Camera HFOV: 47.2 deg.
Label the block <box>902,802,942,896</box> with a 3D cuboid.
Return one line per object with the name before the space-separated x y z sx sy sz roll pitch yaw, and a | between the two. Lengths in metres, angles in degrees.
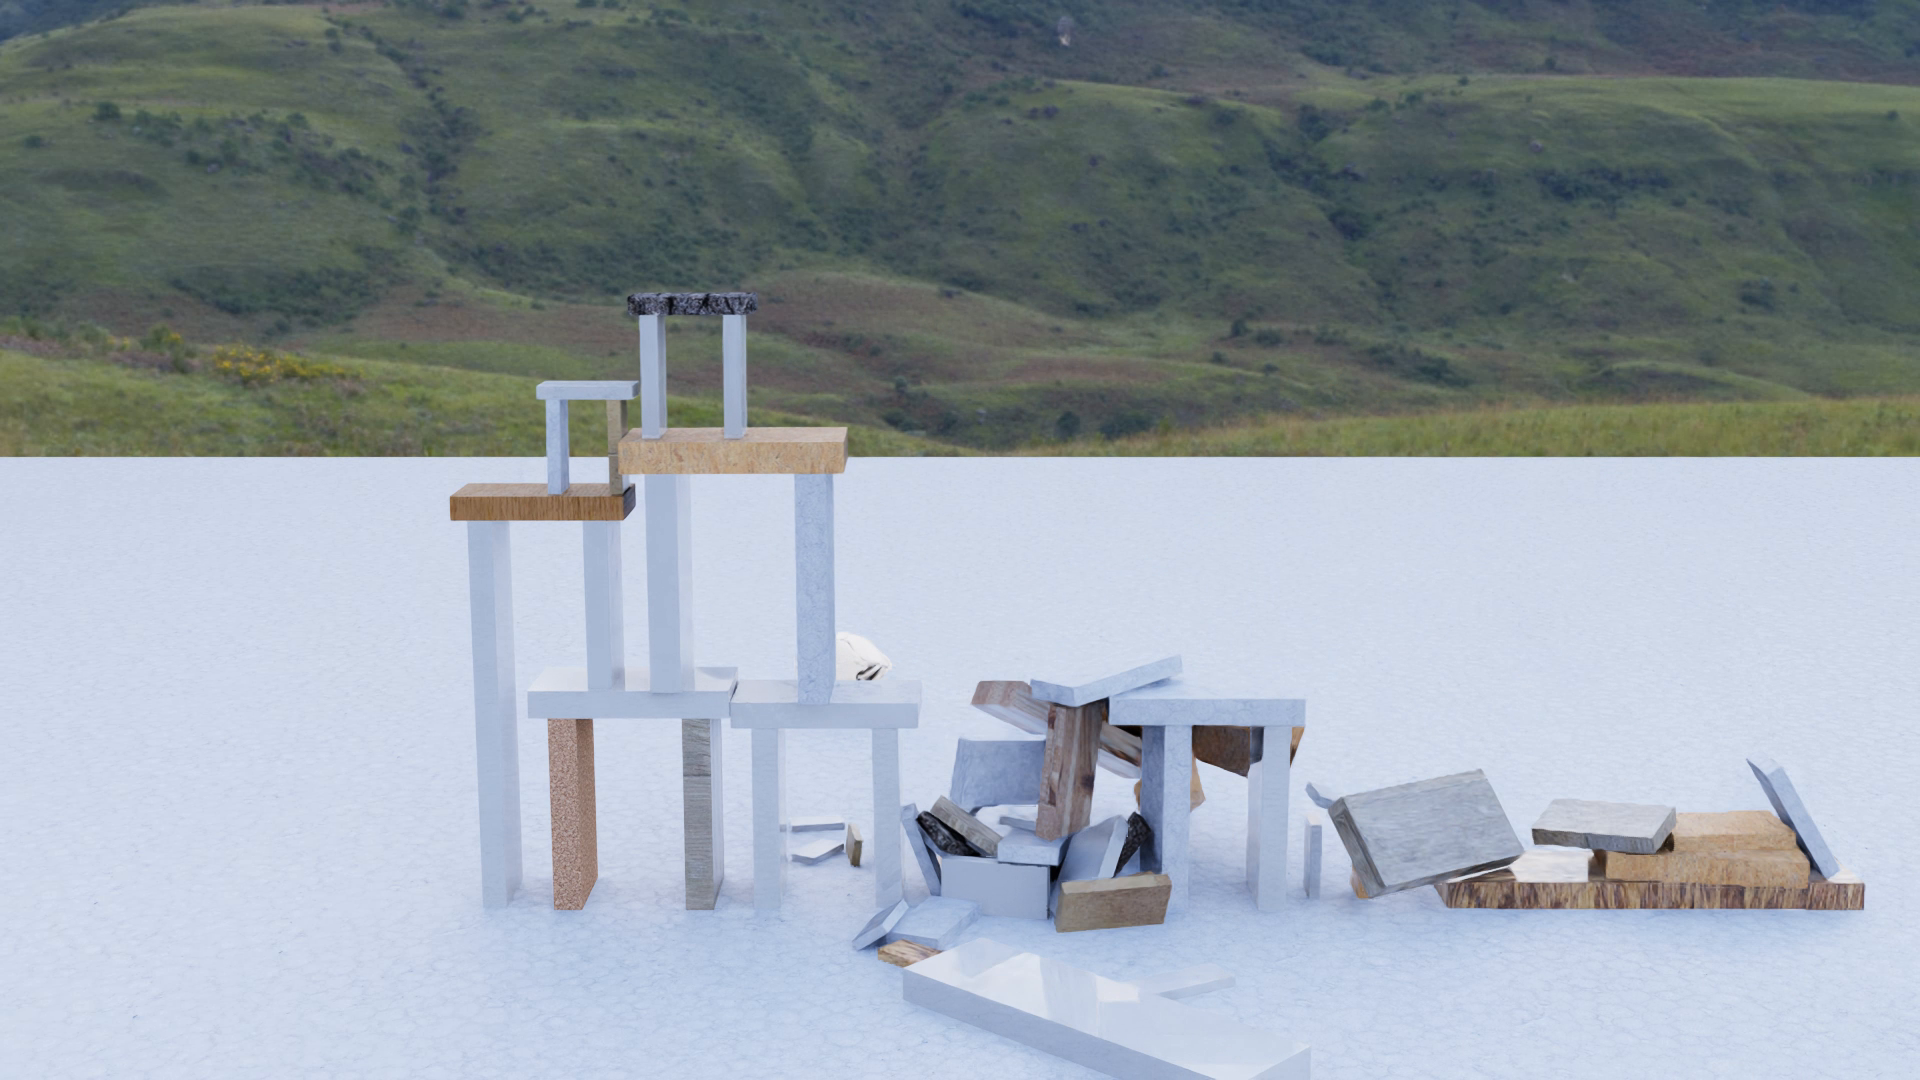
block | -0.060 0.518 3.658 0.021 0.148 0.074 -20 10 4

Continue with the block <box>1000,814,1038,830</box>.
block | 0.124 0.486 3.780 0.052 0.015 0.104 4 0 -45

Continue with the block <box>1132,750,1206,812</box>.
block | 0.369 0.448 3.893 0.028 0.099 0.199 -2 -25 -22

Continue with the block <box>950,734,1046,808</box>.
block | 0.088 0.391 3.737 0.228 0.114 0.032 3 9 -39

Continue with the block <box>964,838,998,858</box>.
block | 0.051 0.519 3.665 0.104 0.015 0.052 38 8 -18

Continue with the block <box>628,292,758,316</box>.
block | -0.424 -0.376 3.496 0.195 0.028 0.098 0 11 -1

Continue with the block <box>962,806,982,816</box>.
block | 0.020 0.474 3.987 0.015 0.104 0.052 23 31 -29

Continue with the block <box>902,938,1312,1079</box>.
block | 0.193 0.675 3.080 0.595 0.049 0.172 10 14 42

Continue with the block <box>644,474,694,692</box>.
block | -0.470 0.055 3.566 0.050 0.353 0.176 0 11 0

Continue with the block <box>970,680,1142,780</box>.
block | 0.206 0.346 3.995 0.344 0.049 0.172 27 -14 -21

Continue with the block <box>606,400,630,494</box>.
block | -0.548 -0.154 3.527 0.021 0.151 0.076 0 11 -1

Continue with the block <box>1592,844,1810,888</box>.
block | 1.222 0.519 3.649 0.319 0.045 0.160 2 14 5

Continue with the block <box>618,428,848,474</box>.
block | -0.360 -0.144 3.532 0.353 0.050 0.176 0 11 -1

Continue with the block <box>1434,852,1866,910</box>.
block | 1.137 0.567 3.669 0.678 0.045 0.160 0 11 0

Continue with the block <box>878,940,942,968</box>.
block | -0.062 0.639 3.358 0.119 0.017 0.059 10 13 40

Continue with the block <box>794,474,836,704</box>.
block | -0.235 0.064 3.577 0.050 0.375 0.176 0 11 0

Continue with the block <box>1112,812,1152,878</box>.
block | 0.260 0.525 3.668 0.021 0.146 0.073 37 5 -11

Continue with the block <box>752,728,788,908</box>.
block | -0.315 0.440 3.644 0.043 0.303 0.152 0 11 0

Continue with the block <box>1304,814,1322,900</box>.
block | 0.587 0.526 3.662 0.018 0.128 0.064 0 11 0

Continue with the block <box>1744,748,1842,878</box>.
block | 1.377 0.452 3.635 0.029 0.208 0.104 -31 9 6

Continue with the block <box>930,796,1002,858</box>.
block | 0.013 0.472 3.631 0.131 0.018 0.065 34 9 4

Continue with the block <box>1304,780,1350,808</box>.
block | 0.638 0.436 3.634 0.128 0.018 0.064 19 13 -16

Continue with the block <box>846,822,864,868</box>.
block | -0.185 0.532 3.843 0.014 0.048 0.096 7 9 -11

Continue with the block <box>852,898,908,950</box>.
block | -0.125 0.605 3.459 0.059 0.017 0.119 -33 1 18

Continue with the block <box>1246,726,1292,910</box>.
block | 0.510 0.436 3.639 0.044 0.314 0.157 0 11 0

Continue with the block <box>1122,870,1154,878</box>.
block | 0.250 0.578 3.596 0.146 0.021 0.073 -13 11 -2

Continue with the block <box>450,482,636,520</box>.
block | -0.671 -0.062 3.550 0.275 0.039 0.137 0 11 0

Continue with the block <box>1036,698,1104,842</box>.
block | 0.181 0.373 3.626 0.032 0.228 0.114 15 17 35

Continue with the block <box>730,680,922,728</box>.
block | -0.217 0.269 3.616 0.303 0.043 0.152 0 11 1

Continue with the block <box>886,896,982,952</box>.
block | -0.041 0.610 3.493 0.088 0.025 0.176 4 11 22

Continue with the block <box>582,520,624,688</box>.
block | -0.579 0.092 3.578 0.039 0.275 0.137 0 11 0

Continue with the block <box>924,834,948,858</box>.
block | 0.004 0.533 3.662 0.149 0.021 0.074 41 8 -7

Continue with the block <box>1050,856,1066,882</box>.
block | 0.140 0.557 3.708 0.146 0.021 0.073 -13 12 -9

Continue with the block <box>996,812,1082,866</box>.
block | 0.141 0.509 3.770 0.099 0.028 0.475 3 0 8

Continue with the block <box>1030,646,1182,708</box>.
block | 0.240 0.222 3.598 0.228 0.032 0.114 -15 13 -34

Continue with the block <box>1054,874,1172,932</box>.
block | 0.243 0.577 3.493 0.176 0.088 0.025 -3 37 -13

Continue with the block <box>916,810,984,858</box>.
block | -0.007 0.497 3.644 0.148 0.021 0.074 32 12 -51

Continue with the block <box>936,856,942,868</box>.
block | -0.008 0.557 3.795 0.065 0.018 0.131 2 11 9

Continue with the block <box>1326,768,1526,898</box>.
block | 0.765 0.477 3.599 0.320 0.160 0.045 -6 -30 -33

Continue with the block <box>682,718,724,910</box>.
block | -0.425 0.431 3.641 0.046 0.323 0.162 0 11 0

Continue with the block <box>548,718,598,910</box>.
block | -0.640 0.431 3.641 0.046 0.323 0.162 0 11 0

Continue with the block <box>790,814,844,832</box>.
block | -0.261 0.518 4.018 0.096 0.014 0.048 -2 11 -10

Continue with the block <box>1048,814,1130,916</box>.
block | 0.211 0.533 3.603 0.099 0.028 0.199 -31 15 28

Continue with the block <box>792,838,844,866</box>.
block | -0.249 0.547 3.860 0.048 0.014 0.096 6 12 29

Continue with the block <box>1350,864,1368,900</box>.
block | 0.670 0.525 3.657 0.018 0.128 0.064 2 15 -2

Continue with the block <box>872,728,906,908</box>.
block | -0.118 0.439 3.648 0.043 0.303 0.152 -1 11 1

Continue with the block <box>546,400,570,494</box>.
block | -0.645 -0.154 3.526 0.021 0.151 0.076 1 11 0

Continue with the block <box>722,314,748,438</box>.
block | -0.359 -0.266 3.515 0.028 0.195 0.098 0 11 -1

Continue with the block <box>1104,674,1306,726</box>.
block | 0.397 0.261 3.597 0.314 0.044 0.157 0 11 0

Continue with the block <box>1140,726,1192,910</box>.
block | 0.339 0.435 3.642 0.044 0.314 0.157 -1 11 -9

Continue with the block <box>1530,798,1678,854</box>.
block | 1.064 0.471 3.635 0.208 0.029 0.104 -1 23 39

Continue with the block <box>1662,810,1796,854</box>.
block | 1.260 0.483 3.641 0.208 0.029 0.104 -1 14 -6

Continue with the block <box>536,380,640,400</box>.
block | -0.593 -0.239 3.510 0.151 0.021 0.076 0 11 0

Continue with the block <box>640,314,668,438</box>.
block | -0.490 -0.266 3.514 0.028 0.195 0.098 0 11 0

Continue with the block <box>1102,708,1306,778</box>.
block | 0.427 0.327 3.894 0.344 0.049 0.172 20 -30 9

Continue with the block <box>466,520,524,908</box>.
block | -0.762 0.273 3.612 0.039 0.643 0.137 0 11 0

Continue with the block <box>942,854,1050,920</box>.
block | 0.058 0.563 3.569 0.176 0.088 0.025 3 11 14

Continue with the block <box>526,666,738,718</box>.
block | -0.532 0.250 3.607 0.323 0.046 0.162 0 11 0

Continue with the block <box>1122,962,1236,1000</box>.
block | 0.308 0.660 3.248 0.198 0.017 0.059 -6 12 -28
